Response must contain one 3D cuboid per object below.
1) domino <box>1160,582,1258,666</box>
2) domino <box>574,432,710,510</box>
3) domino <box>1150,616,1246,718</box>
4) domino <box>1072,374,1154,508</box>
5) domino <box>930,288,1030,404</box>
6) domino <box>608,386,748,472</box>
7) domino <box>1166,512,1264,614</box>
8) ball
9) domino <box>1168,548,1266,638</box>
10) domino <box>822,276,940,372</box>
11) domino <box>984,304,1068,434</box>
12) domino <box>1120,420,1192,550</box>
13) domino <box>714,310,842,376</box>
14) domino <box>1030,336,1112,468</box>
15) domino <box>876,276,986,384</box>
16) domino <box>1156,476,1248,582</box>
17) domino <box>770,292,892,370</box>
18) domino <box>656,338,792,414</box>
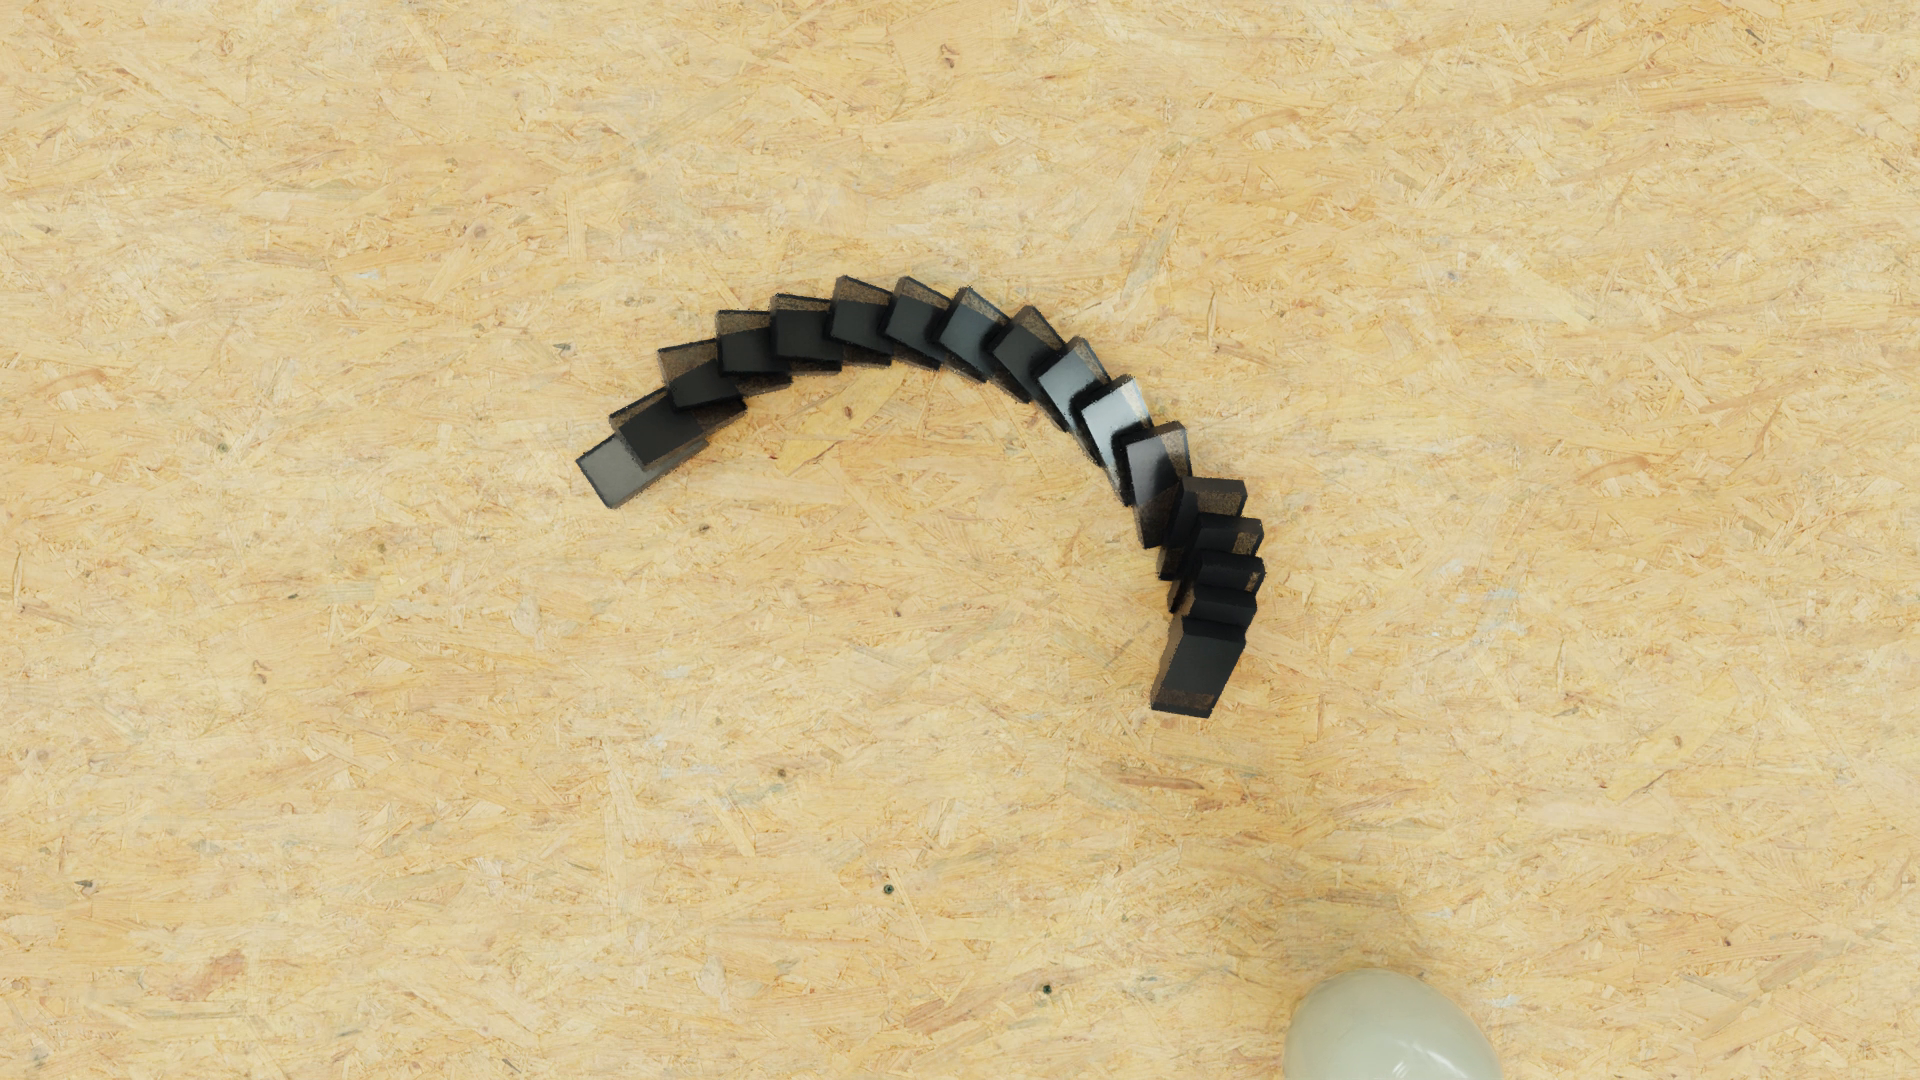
[{"bbox_3d":[0.102,0.040,0.380,0.025,0.010,0.050,9,133,0],"label":"domino"},{"bbox_3d":[-0.137,-0.038,0.395,0.050,0.010,0.025,-34,90,0],"label":"domino"},{"bbox_3d":[0.098,0.054,0.380,0.025,0.010,0.050,9,133,0],"label":"domino"},{"bbox_3d":[0.069,-0.041,0.384,0.025,0.009,0.050,-31,117,0],"label":"domino"},{"bbox_3d":[0.015,-0.081,0.384,0.050,0.009,0.025,30,90,-28],"label":"domino"},{"bbox_3d":[-0.118,-0.052,0.385,0.050,0.009,0.025,-36,91,-26],"label":"domino"},{"bbox_3d":[0.105,0.011,0.379,0.025,0.010,0.050,7,133,-1],"label":"domino"},{"bbox_3d":[0.169,0.212,0.360,0.080,0.080,0.080,0,90,0],"label":"ball"},{"bbox_3d":[0.105,0.026,0.380,0.025,0.009,0.050,9,133,0],"label":"domino"},{"bbox_3d":[-0.030,-0.090,0.384,0.050,0.010,0.025,13,90,-27],"label":"domino"},{"bbox_3d":[0.036,-0.071,0.384,0.025,0.010,0.050,-47,117,0],"label":"domino"},{"bbox_3d":[0.084,-0.023,0.384,0.025,0.010,0.050,-16,118,0],"label":"domino"},{"bbox_3d":[-0.076,-0.082,0.385,0.050,0.010,0.025,-5,90,-26],"label":"domino"},{"bbox_3d":[0.054,-0.058,0.384,0.025,0.010,0.050,-40,118,0],"label":"domino"},{"bbox_3d":[-0.007,-0.087,0.384,0.050,0.009,0.025,22,90,-27],"label":"domino"},{"bbox_3d":[0.099,-0.003,0.379,0.025,0.010,0.050,4,133,-1],"label":"domino"},{"bbox_3d":[-0.054,-0.087,0.385,0.050,0.009,0.025,0,90,-27],"label":"domino"},{"bbox_3d":[-0.099,-0.072,0.385,0.050,0.009,0.025,-18,90,-25],"label":"domino"}]
